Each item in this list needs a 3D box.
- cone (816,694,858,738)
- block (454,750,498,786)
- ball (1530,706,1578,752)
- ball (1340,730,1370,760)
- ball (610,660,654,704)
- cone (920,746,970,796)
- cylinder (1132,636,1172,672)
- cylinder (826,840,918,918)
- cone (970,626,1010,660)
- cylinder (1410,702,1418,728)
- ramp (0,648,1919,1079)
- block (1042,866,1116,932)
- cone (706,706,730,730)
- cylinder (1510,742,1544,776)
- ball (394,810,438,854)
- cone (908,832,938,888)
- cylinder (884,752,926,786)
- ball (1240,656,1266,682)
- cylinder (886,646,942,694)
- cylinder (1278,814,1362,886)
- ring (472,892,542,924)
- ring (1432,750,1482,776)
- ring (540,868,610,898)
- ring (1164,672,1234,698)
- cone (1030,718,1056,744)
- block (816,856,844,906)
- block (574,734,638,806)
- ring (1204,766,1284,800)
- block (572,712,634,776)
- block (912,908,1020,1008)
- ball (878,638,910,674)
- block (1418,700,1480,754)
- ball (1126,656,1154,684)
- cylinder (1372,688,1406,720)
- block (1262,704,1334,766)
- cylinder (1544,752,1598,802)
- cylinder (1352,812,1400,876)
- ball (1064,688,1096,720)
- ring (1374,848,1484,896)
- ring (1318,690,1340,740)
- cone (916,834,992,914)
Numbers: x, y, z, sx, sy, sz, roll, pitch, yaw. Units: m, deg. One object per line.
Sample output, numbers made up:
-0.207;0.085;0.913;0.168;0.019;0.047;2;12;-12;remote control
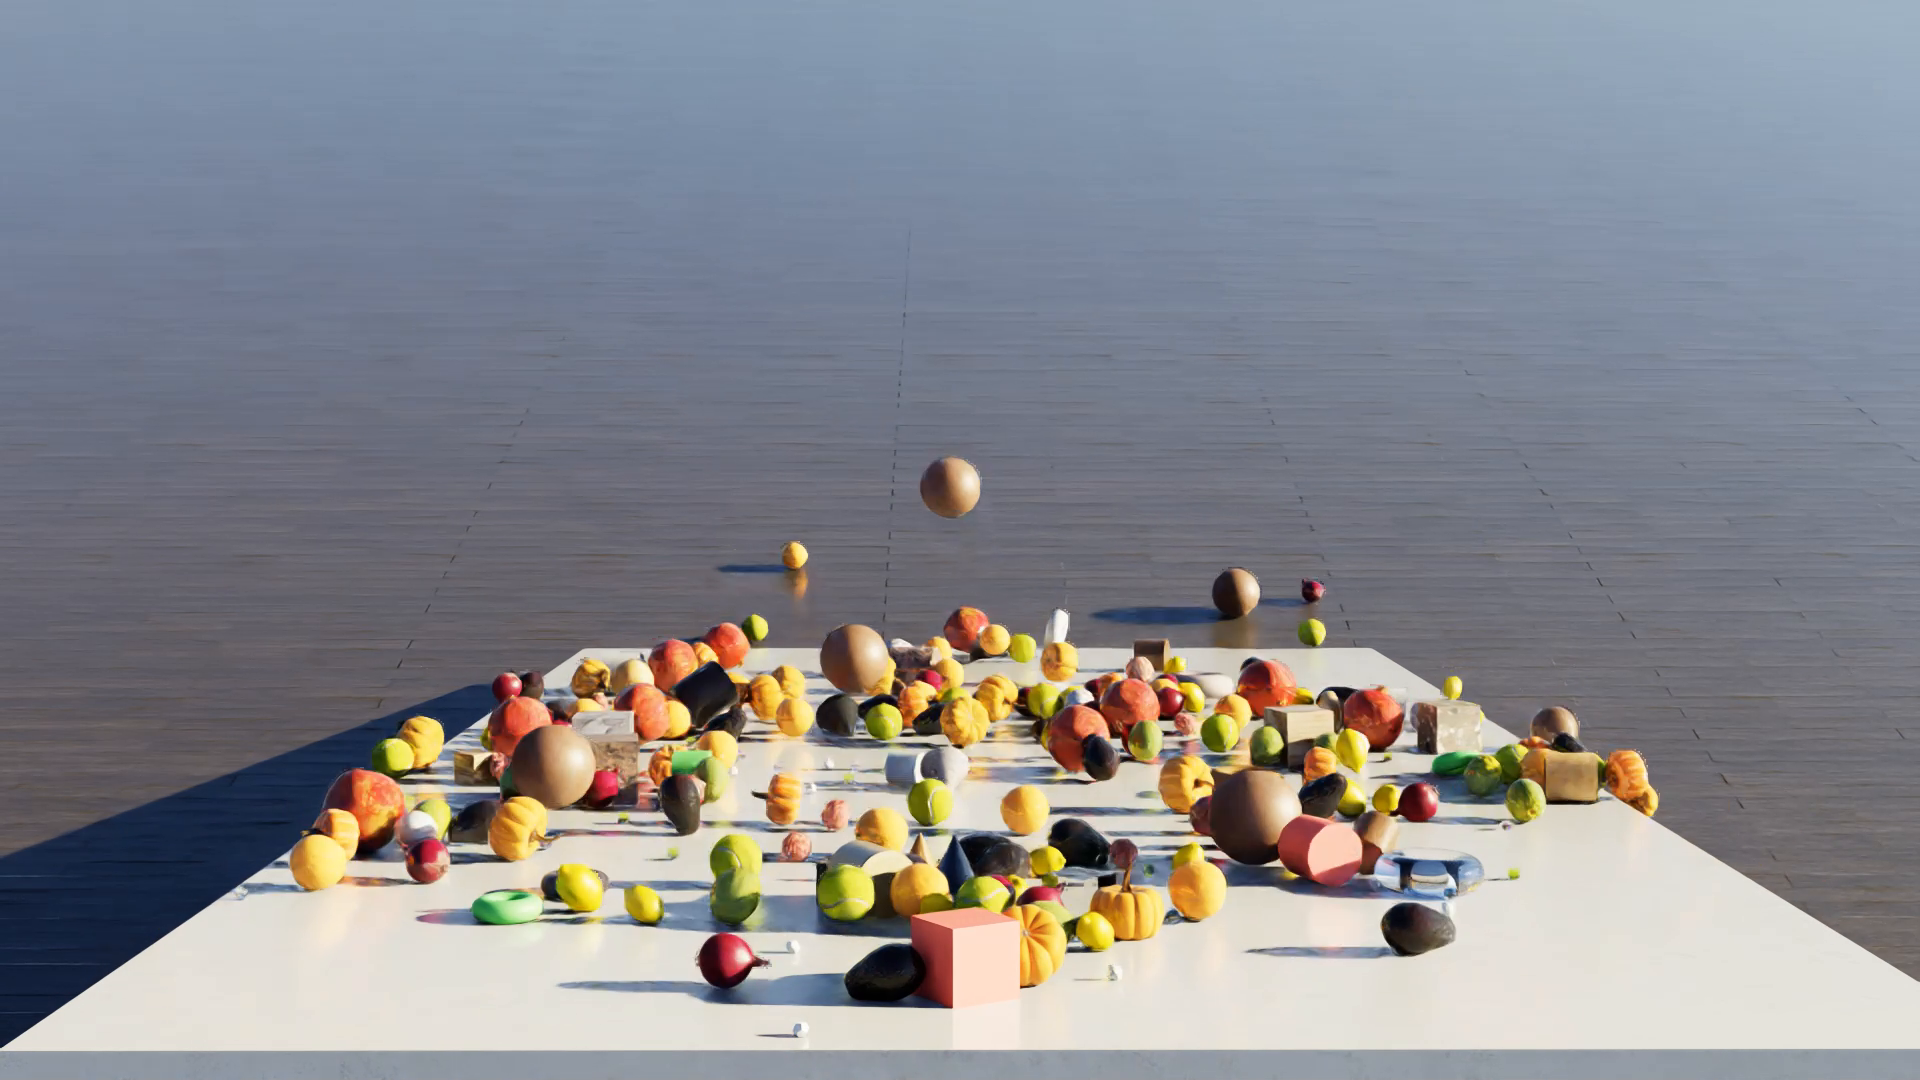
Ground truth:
-0.218;0.351;4.864;0.085;0.085;0.085;-9;33;-22;cone
-0.805;0.378;4.272;0.051;0.051;0.051;2;4;39;block
1.076;0.343;4.658;0.086;0.086;0.086;0;21;0;ball
0.695;0.362;4.527;0.052;0.052;0.052;0;21;0;ball
-0.685;0.295;5.369;0.091;0.091;0.091;0;21;0;ball
-0.023;0.391;4.159;0.082;0.082;0.082;-1;30;-3;cone
0.447;0.267;5.986;0.073;0.073;0.073;14;24;16;cylinder
-0.110;0.422;3.199;0.084;0.084;0.084;-12;8;-28;cylinder
0.081;0.264;6.207;0.087;0.087;0.087;19;25;12;cone
0.900;0.339;4.936;0.051;0.051;0.051;3;18;42;cylinder
0.048;0.438;4.532;2.000;0.100;4.000;0;3;0;ramp
0.144;0.437;3.121;0.064;0.064;0.064;3;4;40;block
-0.472;0.341;4.983;0.099;0.099;0.099;-10;34;-24;cone
0.960;0.372;4.353;0.053;0.053;0.053;6;5;16;cylinder
-0.766;0.411;3.616;0.060;0.060;0.060;0;21;0;ball
-0.053;0.419;3.398;0.068;0.068;0.068;0;3;0;cone
-0.088;0.377;4.239;0.055;0.055;0.055;-4;17;28;cylinder
0.644;0.285;5.646;0.056;0.056;0.056;0;21;0;ball
-0.100;0.280;5.549;0.100;0.100;0.100;1;21;14;cylinder
0.477;0.411;3.406;0.082;0.082;0.082;-8;6;-21;cylinder
-0.557;0.453;3.161;0.087;0.029;0.087;-1;4;0;ring
0.838;0.376;4.330;0.087;0.029;0.087;-8;-17;-3;ring
-0.497;0.443;3.316;0.088;0.029;0.088;0;2;0;ring
0.508;0.309;5.485;0.150;0.050;0.150;1;2;0;ring
0.160;0.365;4.748;0.050;0.050;0.050;-4;31;-10;cone
-0.149;0.434;3.273;0.053;0.053;0.053;1;3;16;block
-0.563;0.364;4.092;0.099;0.099;0.099;0;3;-8;block
0.456;0.390;4.123;0.130;0.043;0.130;0;4;0;ring
-0.610;0.348;4.390;0.098;0.098;0.098;0;3;-3;block
0.006;0.447;2.755;0.085;0.085;0.085;-2;4;-32;block
-0.144;0.269;5.856;0.088;0.088;0.088;0;21;0;ball
0.886;0.338;4.656;0.084;0.084;0.084;-1;3;-15;block
0.400;0.290;5.724;0.061;0.061;0.061;0;21;0;ball
0.850;0.325;5.090;0.060;0.060;0.060;0;21;2;cylinder
0.595;0.343;4.523;0.091;0.091;0.091;-1;3;-21;block
0.966;0.375;4.064;0.079;0.079;0.079;0;20;12;cylinder
0.552;0.408;3.454;0.062;0.062;0.062;10;36;24;cylinder
0.237;0.325;5.089;0.063;0.063;0.063;0;21;0;ball
0.611;0.432;3.345;0.143;0.048;0.143;1;2;0;ring
0.682;0.324;4.738;0.031;0.094;0.094;-4;21;-1;ring
-0.007;0.415;3.228;0.095;0.095;0.095;0;3;0;cone
